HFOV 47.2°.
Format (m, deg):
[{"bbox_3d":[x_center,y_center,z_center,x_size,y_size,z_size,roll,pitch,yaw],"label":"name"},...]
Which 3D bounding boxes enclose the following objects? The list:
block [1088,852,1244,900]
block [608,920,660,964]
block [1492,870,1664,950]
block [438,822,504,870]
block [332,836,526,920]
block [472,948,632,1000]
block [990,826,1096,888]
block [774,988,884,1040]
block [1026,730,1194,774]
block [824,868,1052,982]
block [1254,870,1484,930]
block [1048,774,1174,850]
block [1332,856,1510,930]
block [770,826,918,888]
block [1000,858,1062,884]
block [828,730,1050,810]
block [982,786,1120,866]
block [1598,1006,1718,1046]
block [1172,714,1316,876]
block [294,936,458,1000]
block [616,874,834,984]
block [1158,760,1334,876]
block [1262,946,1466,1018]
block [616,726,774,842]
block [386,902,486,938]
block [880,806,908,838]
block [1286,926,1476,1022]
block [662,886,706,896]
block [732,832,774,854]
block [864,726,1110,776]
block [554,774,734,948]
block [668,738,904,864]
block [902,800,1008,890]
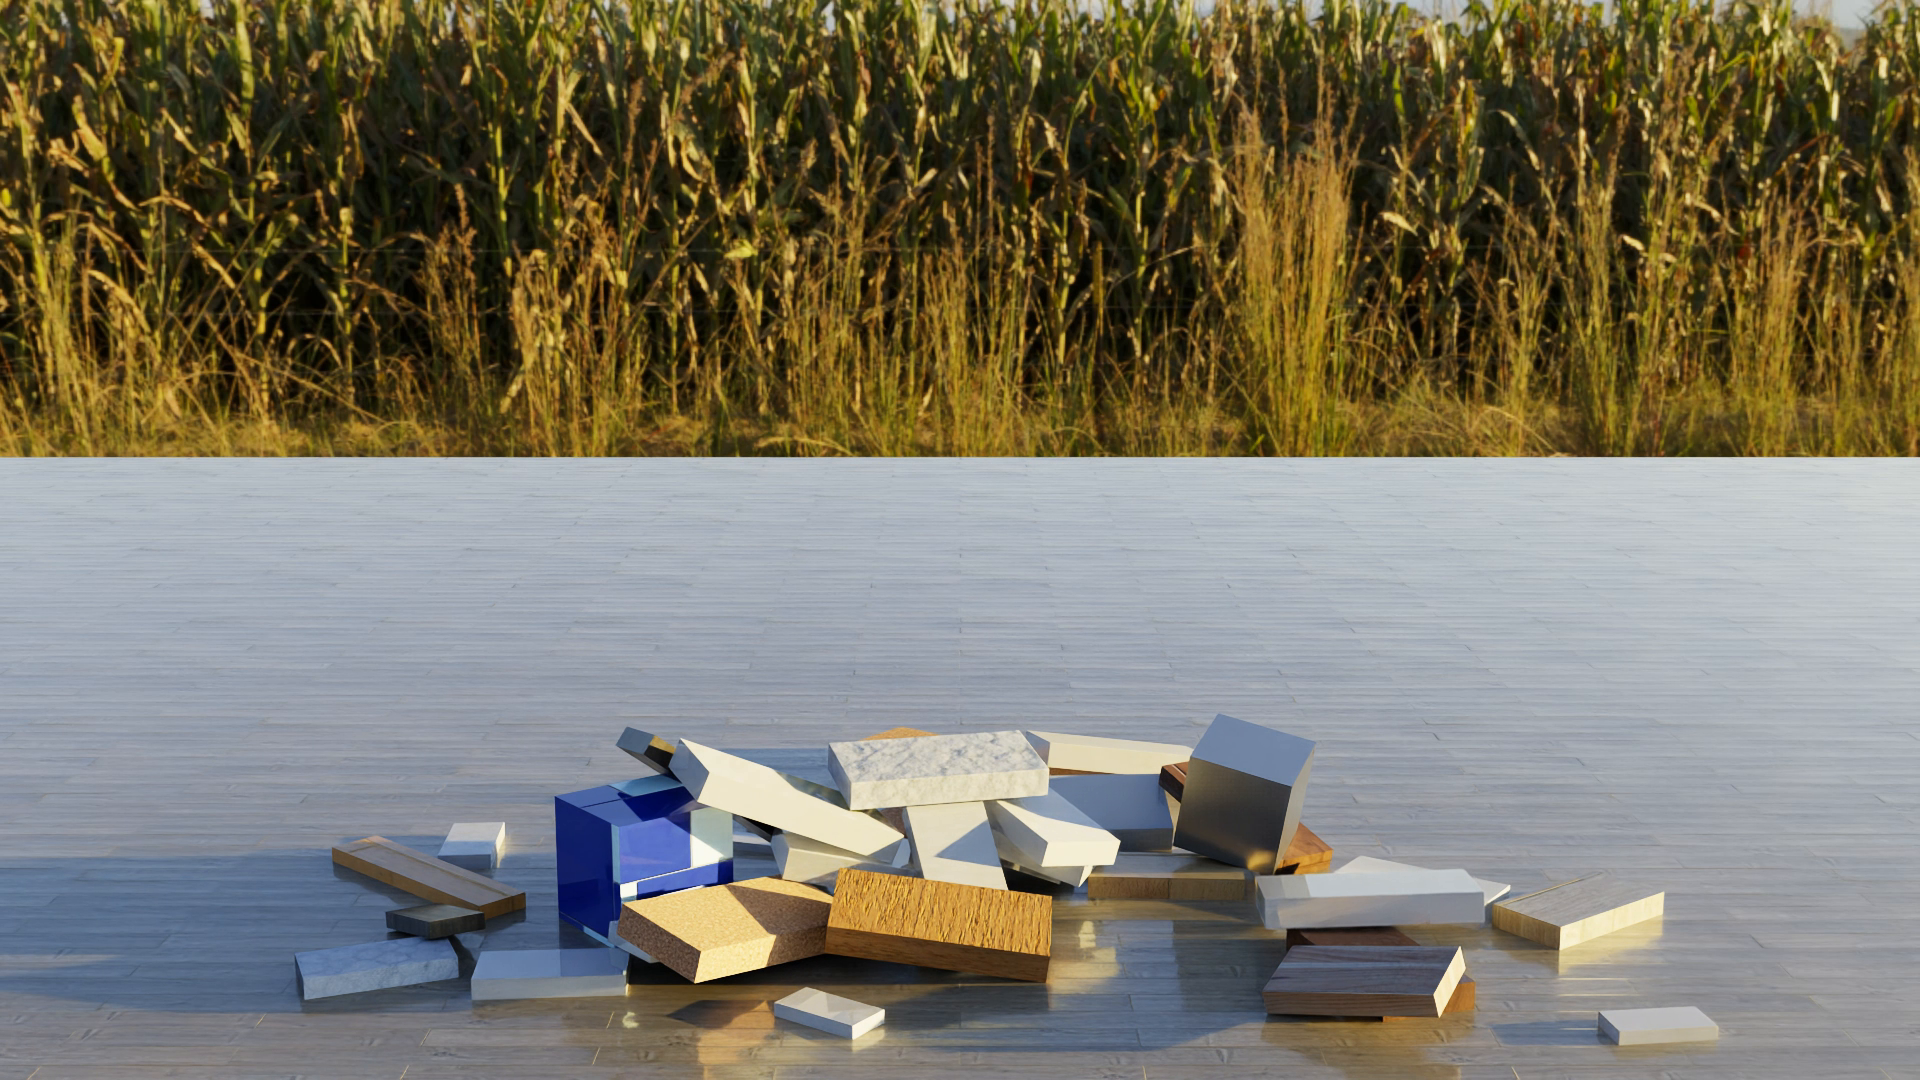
[{"bbox_3d":[0.345,0.565,3.703,0.258,0.037,0.129,1,11,3],"label":"block"},{"bbox_3d":[-0.417,0.608,3.390,0.224,0.032,0.112,2,8,-44],"label":"block"},{"bbox_3d":[0.996,0.594,3.543,0.265,0.037,0.132,-8,13,-37],"label":"block"},{"bbox_3d":[-0.860,0.538,3.877,0.090,0.026,0.180,-1,11,-4],"label":"block"},{"bbox_3d":[-0.902,0.568,3.716,0.436,0.025,0.090,10,14,42],"label":"block"},{"bbox_3d":[-0.607,0.646,3.280,0.224,0.032,0.112,-1,11,-5],"label":"block"},{"bbox_3d":[0.085,0.488,3.687,0.299,0.042,0.149,19,15,14],"label":"block"},{"bbox_3d":[-0.187,0.677,3.147,0.144,0.020,0.072,7,13,35],"label":"block"},{"bbox_3d":[0.307,0.419,4.263,0.332,0.047,0.166,7,1,-14],"label":"block"},{"bbox_3d":[-0.030,0.586,3.354,0.334,0.047,0.167,8,23,0],"label":"block"},{"bbox_3d":[0.639,0.563,3.454,0.334,0.047,0.167,-2,3,3],"label":"block"},{"bbox_3d":[0.205,0.489,3.944,0.332,0.047,0.166,-1,29,-4],"label":"block"},{"bbox_3d":[0.753,0.580,3.623,0.265,0.037,0.132,7,13,34],"label":"block"},{"bbox_3d":[-0.125,0.533,3.611,0.352,0.050,0.176,12,8,-13],"label":"block"},{"bbox_3d":[0.061,0.516,3.753,0.258,0.037,0.129,17,7,9],"label":"block"},{"bbox_3d":[-0.038,0.381,3.656,0.334,0.047,0.167,-2,18,-16],"label":"block"},{"bbox_3d":[0.117,0.456,3.671,0.149,0.042,0.299,5,17,-36],"label":"block"},{"bbox_3d":[0.984,0.685,3.102,0.144,0.020,0.072,-1,11,-7],"label":"block"},{"bbox_3d":[0.484,0.431,3.737,0.176,0.176,0.176,16,25,17],"label":"block"},{"bbox_3d":[-0.878,0.640,3.311,0.224,0.032,0.112,-4,11,-22],"label":"block"},{"bbox_3d":[-0.328,0.586,3.348,0.176,0.050,0.352,22,14,38],"label":"block"},{"bbox_3d":[0.500,0.487,3.882,0.132,0.037,0.333,-6,28,-30],"label":"block"},{"bbox_3d":[0.577,0.630,3.147,0.258,0.037,0.129,-6,18,32],"label":"block"},{"bbox_3d":[-0.386,0.438,3.693,0.404,0.037,0.129,37,-15,-25],"label":"block"},{"bbox_3d":[-0.825,0.597,3.453,0.090,0.025,0.180,-4,0,-36],"label":"block"},{"bbox_3d":[-0.068,0.510,3.999,0.129,0.037,0.258,7,13,34],"label":"block"},{"bbox_3d":[0.626,0.638,3.297,0.149,0.042,0.299,-4,11,-19],"label":"block"},{"bbox_3d":[-0.437,0.563,3.390,0.015,0.052,0.104,47,24,22],"label":"block"},{"bbox_3d":[-0.364,0.538,3.909,0.104,0.015,0.052,4,11,19],"label":"block"},{"bbox_3d":[0.075,0.454,4.273,0.627,0.047,0.166,8,13,37],"label":"block"},{"bbox_3d":[-0.505,0.513,3.522,0.205,0.205,0.205,-8,13,-38],"label":"block"},{"bbox_3d":[-0.280,0.420,3.541,0.352,0.050,0.176,22,4,-25],"label":"block"},{"bbox_3d":[-0.003,0.527,3.525,0.129,0.037,0.258,-2,45,-15],"label":"block"}]
